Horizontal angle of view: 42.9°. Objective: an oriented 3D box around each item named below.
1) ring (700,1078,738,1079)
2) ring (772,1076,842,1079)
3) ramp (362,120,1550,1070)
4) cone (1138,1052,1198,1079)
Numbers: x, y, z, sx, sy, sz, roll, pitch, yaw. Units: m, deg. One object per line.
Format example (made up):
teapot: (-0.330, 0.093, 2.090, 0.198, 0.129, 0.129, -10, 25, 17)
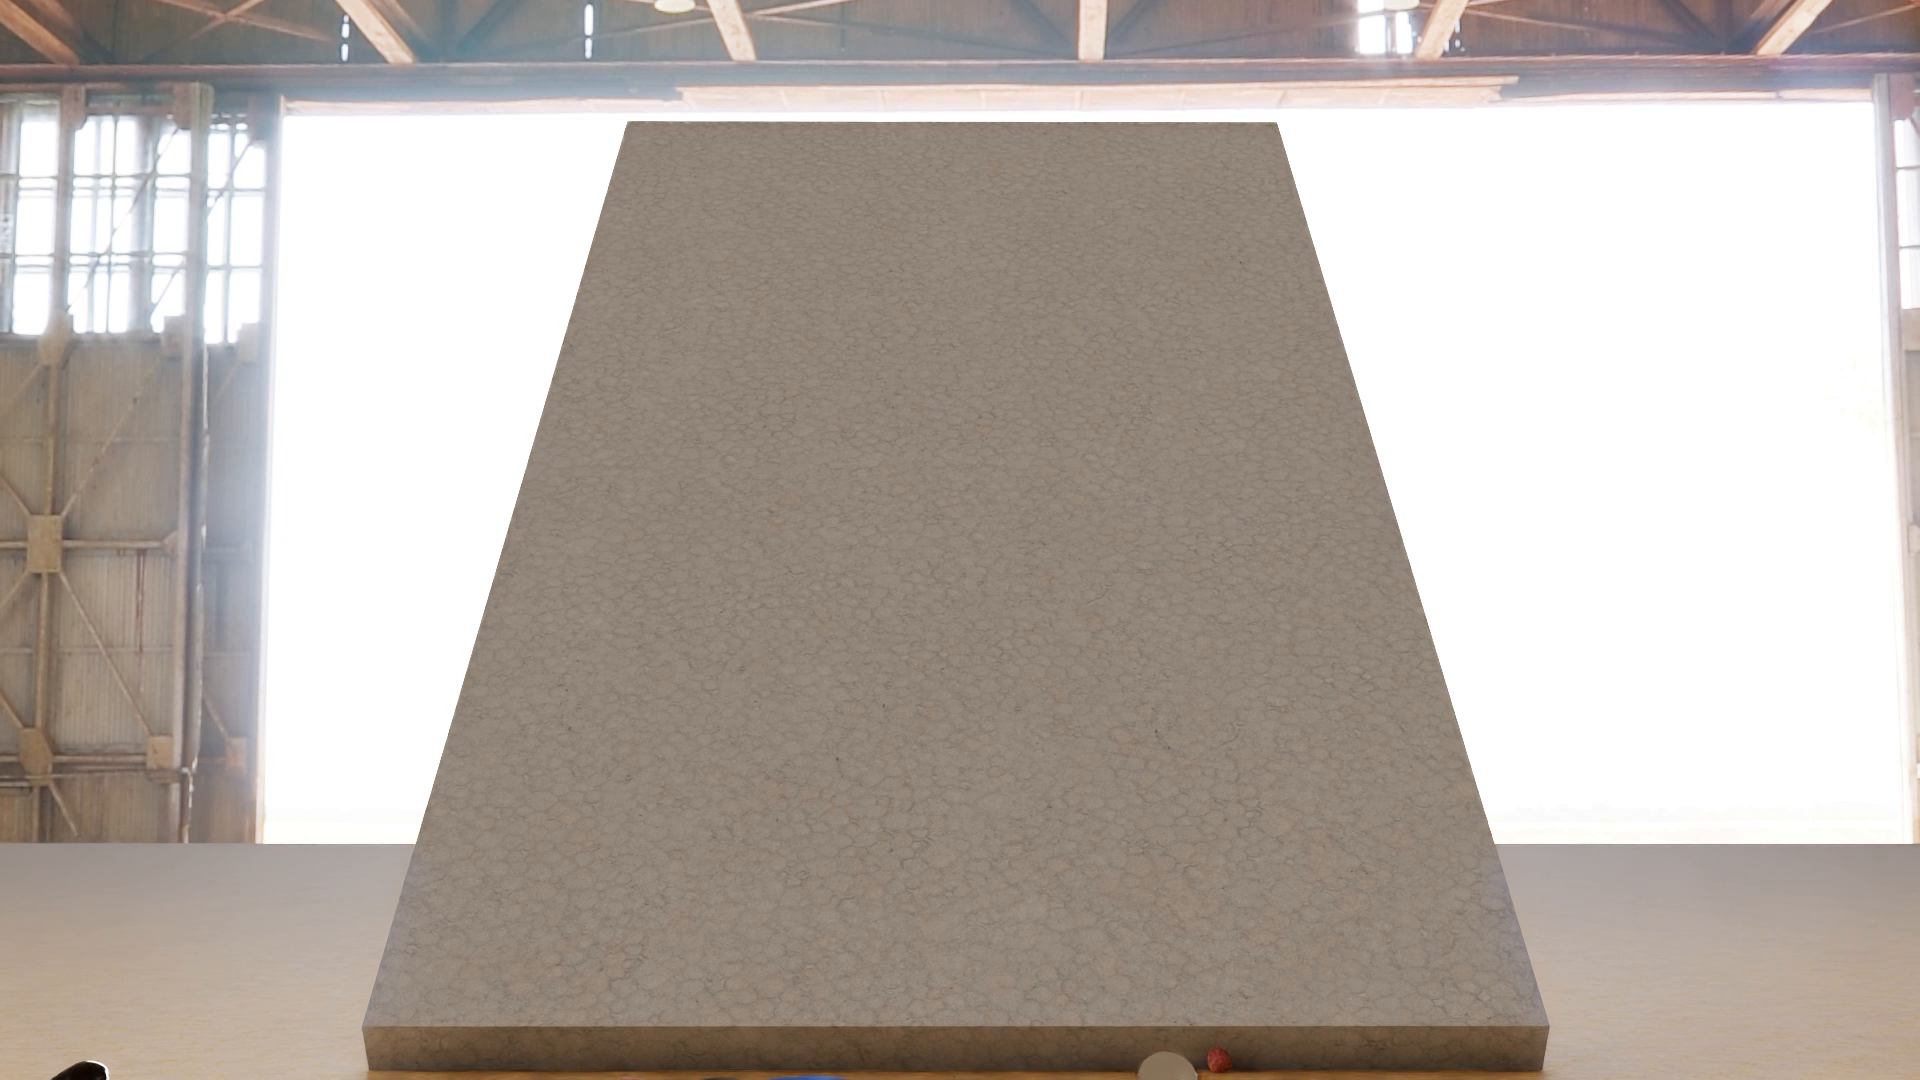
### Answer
ring: (-0.368, 0.832, 3.699, 0.089, 0.030, 0.089, -1, -6, 0)
ring: (-0.225, 0.801, 3.522, 0.145, 0.048, 0.145, -1, -8, 0)
ramp: (-0.015, -0.193, 5.837, 2.000, 0.100, 4.000, 0, 32, 0)
cone: (0.299, 0.817, 3.616, 0.090, 0.090, 0.090, 1, -34, -9)
